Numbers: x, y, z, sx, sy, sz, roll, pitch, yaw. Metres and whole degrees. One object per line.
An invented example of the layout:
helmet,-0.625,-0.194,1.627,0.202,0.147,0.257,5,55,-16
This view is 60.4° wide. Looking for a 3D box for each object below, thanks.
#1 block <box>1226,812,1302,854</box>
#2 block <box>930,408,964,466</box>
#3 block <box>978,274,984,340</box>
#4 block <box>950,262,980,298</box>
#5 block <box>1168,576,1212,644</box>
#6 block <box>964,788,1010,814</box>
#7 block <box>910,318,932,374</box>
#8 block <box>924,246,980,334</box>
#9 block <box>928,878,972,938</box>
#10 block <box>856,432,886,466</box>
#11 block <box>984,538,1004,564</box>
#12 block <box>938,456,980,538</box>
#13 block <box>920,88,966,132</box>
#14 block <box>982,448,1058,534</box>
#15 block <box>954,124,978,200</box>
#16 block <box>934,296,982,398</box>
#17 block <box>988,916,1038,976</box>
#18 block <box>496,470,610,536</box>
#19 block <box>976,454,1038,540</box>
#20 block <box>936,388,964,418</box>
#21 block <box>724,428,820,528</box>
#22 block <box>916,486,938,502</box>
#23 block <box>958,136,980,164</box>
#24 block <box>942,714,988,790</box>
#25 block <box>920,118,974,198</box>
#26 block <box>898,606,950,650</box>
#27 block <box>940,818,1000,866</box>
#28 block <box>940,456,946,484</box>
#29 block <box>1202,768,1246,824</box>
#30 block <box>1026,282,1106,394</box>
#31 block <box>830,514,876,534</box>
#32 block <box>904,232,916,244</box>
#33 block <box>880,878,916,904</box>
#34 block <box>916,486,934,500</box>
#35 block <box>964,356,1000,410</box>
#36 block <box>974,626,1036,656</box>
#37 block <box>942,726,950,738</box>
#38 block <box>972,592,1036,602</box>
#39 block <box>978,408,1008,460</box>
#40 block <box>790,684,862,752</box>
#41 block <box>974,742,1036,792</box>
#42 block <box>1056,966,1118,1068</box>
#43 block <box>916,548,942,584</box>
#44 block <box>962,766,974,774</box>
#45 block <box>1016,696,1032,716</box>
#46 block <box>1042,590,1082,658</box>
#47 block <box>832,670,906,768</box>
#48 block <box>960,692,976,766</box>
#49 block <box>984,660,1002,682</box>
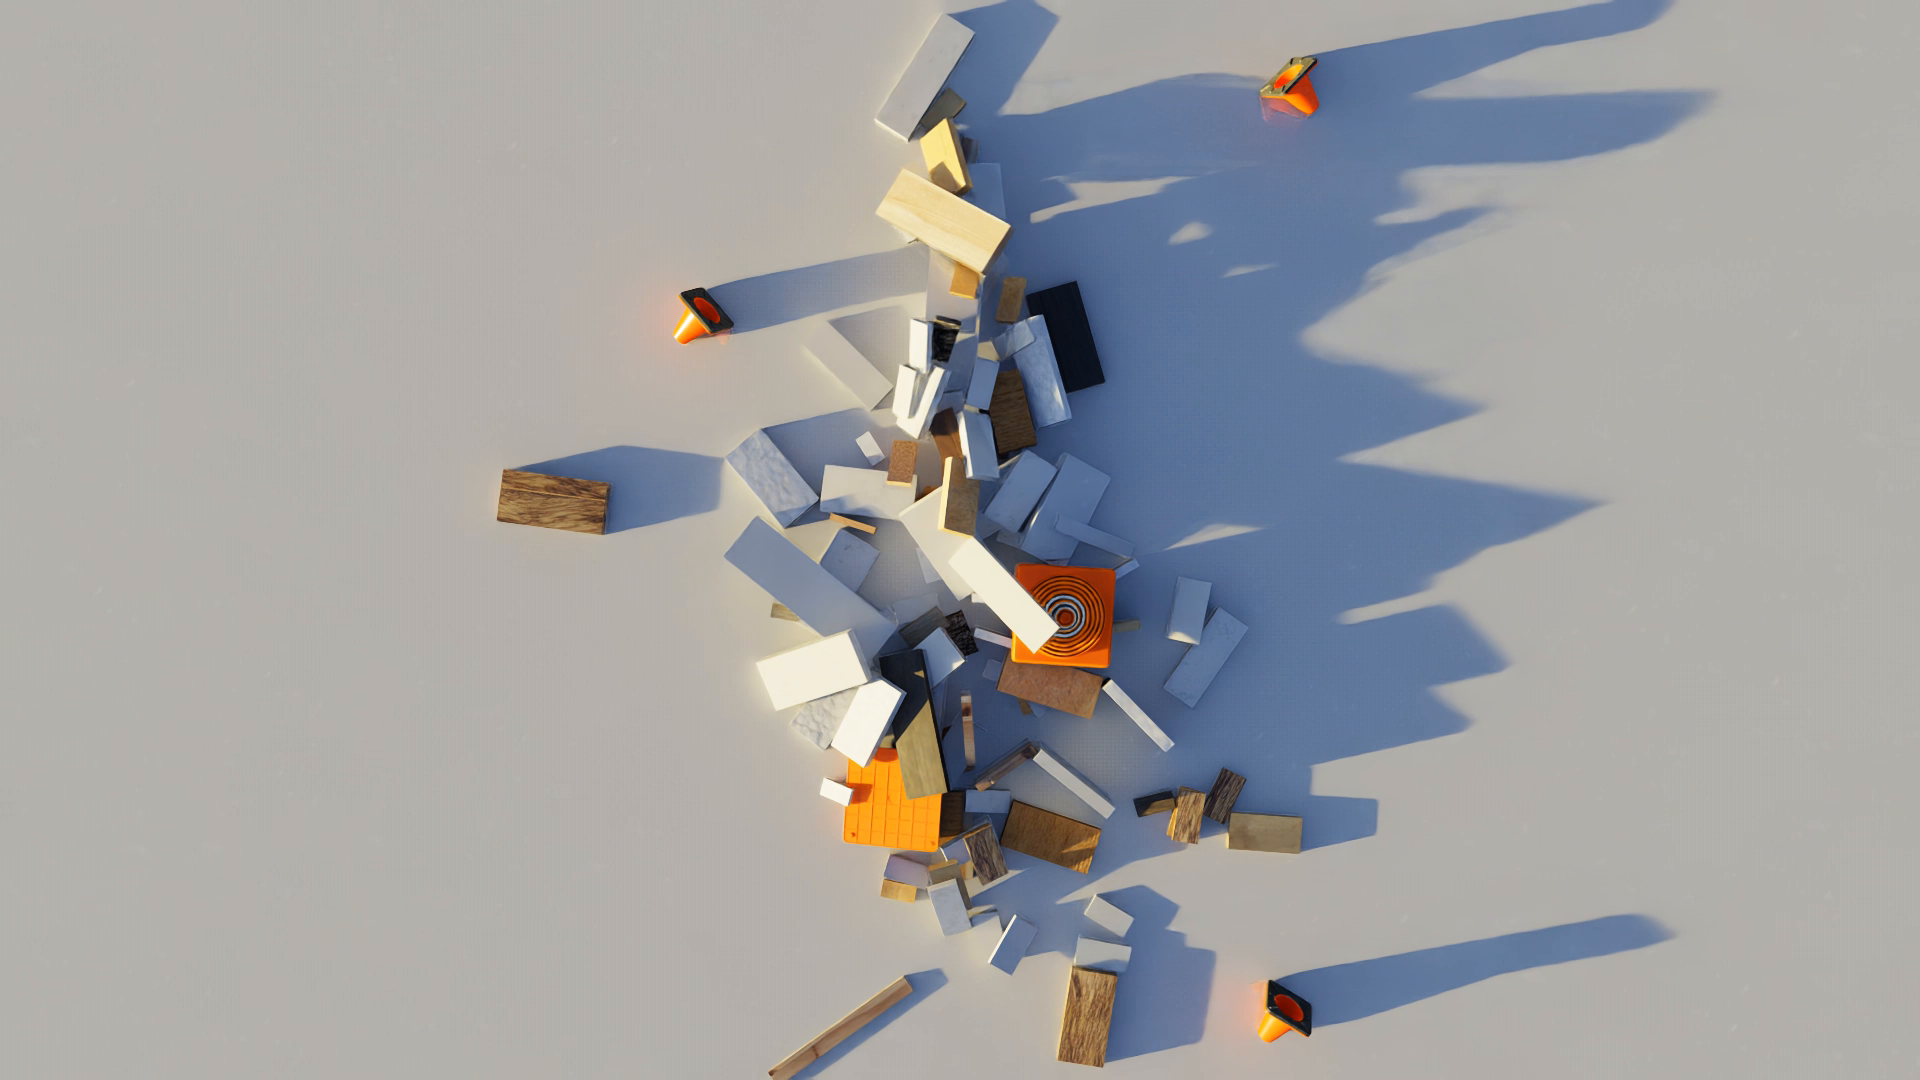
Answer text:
block,1.013,0.973,5.483,0.239,0.034,0.120,4,90,0
block,-0.034,-0.332,5.409,0.093,0.026,0.186,-22,89,7
block,-0.008,-0.825,5.451,0.168,0.048,0.336,5,99,0
block,0.025,-0.870,5.330,0.082,0.023,0.165,13,84,1
block,0.762,0.235,5.467,0.104,0.029,0.208,11,85,11
block,0.090,0.866,5.474,0.148,0.021,0.074,4,89,-12
block,-0.126,-0.626,5.336,0.023,0.082,0.165,-16,119,-37
block,-0.019,-0.846,5.363,0.168,0.048,0.336,5,84,0
block,-0.033,1.215,5.444,0.098,0.028,0.196,-17,116,0
block,-0.298,-0.304,5.493,0.053,0.015,0.105,-33,90,0
block,0.094,0.065,5.490,0.074,0.021,0.148,-31,90,0
block,0.000,-0.137,5.345,0.121,0.034,0.241,16,73,-32
block,-0.056,-1.422,5.489,0.076,0.021,0.151,41,90,0
block,0.197,-0.161,5.413,0.128,0.036,0.256,32,97,-14
block,0.007,-1.100,5.488,0.087,0.025,0.558,1,90,0
block,-0.025,-0.636,5.431,0.168,0.048,0.336,4,99,0
block,0.176,1.344,5.468,0.088,0.025,0.176,32,82,-9
block,-1.349,-0.126,5.475,0.348,0.049,0.174,8,90,0
block,0.107,-0.126,5.453,0.349,0.049,0.175,-31,105,0
block,-0.026,-0.402,5.447,0.093,0.026,0.186,-8,115,3
block,-0.622,-0.205,5.478,0.154,0.044,0.309,-40,90,0
block,-0.127,-0.111,5.489,0.154,0.022,0.077,-31,90,-1
block,0.009,-1.243,5.463,0.087,0.025,0.175,11,90,0
block,-0.016,0.703,5.471,0.113,0.032,0.226,32,90,0
block,-0.044,-1.234,5.405,0.129,0.037,0.258,-31,65,40
block,-0.119,0.292,5.467,0.154,0.022,0.077,-34,107,9
block,0.032,1.005,5.442,0.182,0.026,0.091,-28,116,-11
block,-0.018,-0.273,5.461,0.093,0.026,0.186,-5,105,2
block,0.877,0.851,5.488,0.084,0.024,0.168,26,90,0
block,0.349,-0.666,5.475,0.174,0.049,0.348,-16,90,0
block,-0.354,-0.054,5.462,0.154,0.077,0.022,18,90,0
block,-0.108,-1.058,5.473,0.175,0.025,0.087,-20,87,8
block,-0.204,1.169,5.492,0.114,0.016,0.057,12,90,0
block,-0.077,-0.120,5.464,0.124,0.018,0.062,37,95,-15
block,0.072,-0.514,5.410,0.081,0.023,0.161,13,91,-14
block,0.149,0.333,5.447,0.211,0.105,0.030,18,90,0
block,-0.058,0.654,5.493,0.094,0.013,0.047,-21,90,0
block,0.145,0.192,5.447,0.211,0.105,0.030,1,90,0
block,0.114,-0.381,5.484,0.113,0.032,0.226,5,90,0
block,-0.418,0.543,5.480,0.144,0.041,0.289,39,90,0
block,0.149,0.748,5.444,0.226,0.113,0.032,-35,90,0
block,0.422,1.583,5.478,0.153,0.043,0.306,9,90,0
block,-0.100,0.077,5.491,0.062,0.018,0.124,-17,90,0
block,0.014,0.726,5.493,0.047,0.013,0.094,-17,90,0
block,0.218,0.532,5.493,0.048,0.014,0.096,-20,90,0
block,0.336,0.277,5.455,0.105,0.030,0.211,10,90,40
block,-0.299,0.586,5.405,0.141,0.040,0.282,31,101,23
block,0.027,0.618,5.398,0.032,0.113,0.226,-4,90,0
block,0.143,0.448,5.484,0.121,0.017,0.061,22,85,4
